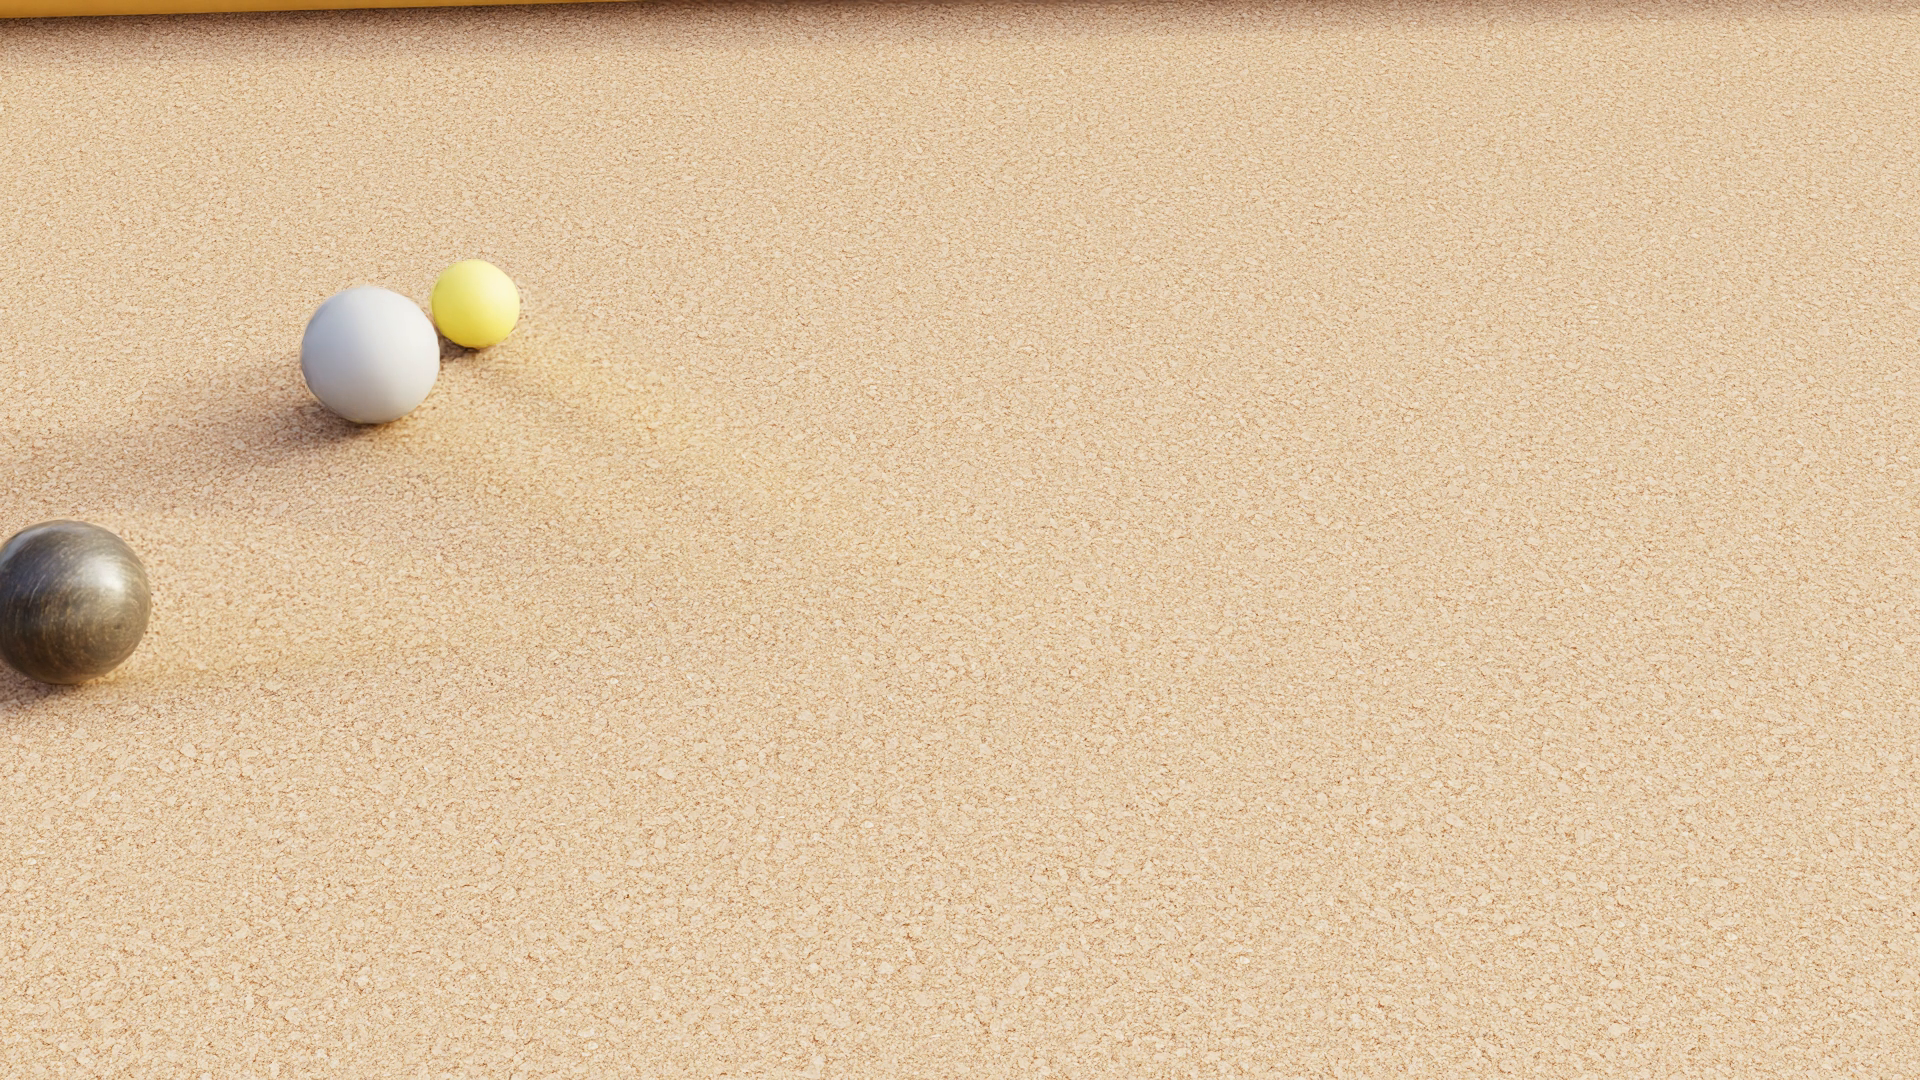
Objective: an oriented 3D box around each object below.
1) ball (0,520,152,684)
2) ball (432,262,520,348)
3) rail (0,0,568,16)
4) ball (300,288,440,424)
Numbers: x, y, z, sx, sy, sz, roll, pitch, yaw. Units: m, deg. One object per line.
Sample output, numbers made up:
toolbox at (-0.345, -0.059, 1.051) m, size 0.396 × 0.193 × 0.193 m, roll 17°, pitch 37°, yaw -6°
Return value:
ball at (-0.535, 0.037, 1.536) m, size 0.098 × 0.098 × 0.098 m, roll 0°, pitch 36°, yaw 0°
ball at (-0.349, -0.169, 1.849) m, size 0.062 × 0.062 × 0.062 m, roll 0°, pitch 36°, yaw 0°
rail at (0.820, -0.576, 2.351) m, size 3.520 × 0.128 × 0.045 m, roll -2°, pitch 36°, yaw -3°
ball at (-0.405, -0.126, 1.764) m, size 0.094 × 0.094 × 0.094 m, roll 0°, pitch 36°, yaw 0°
